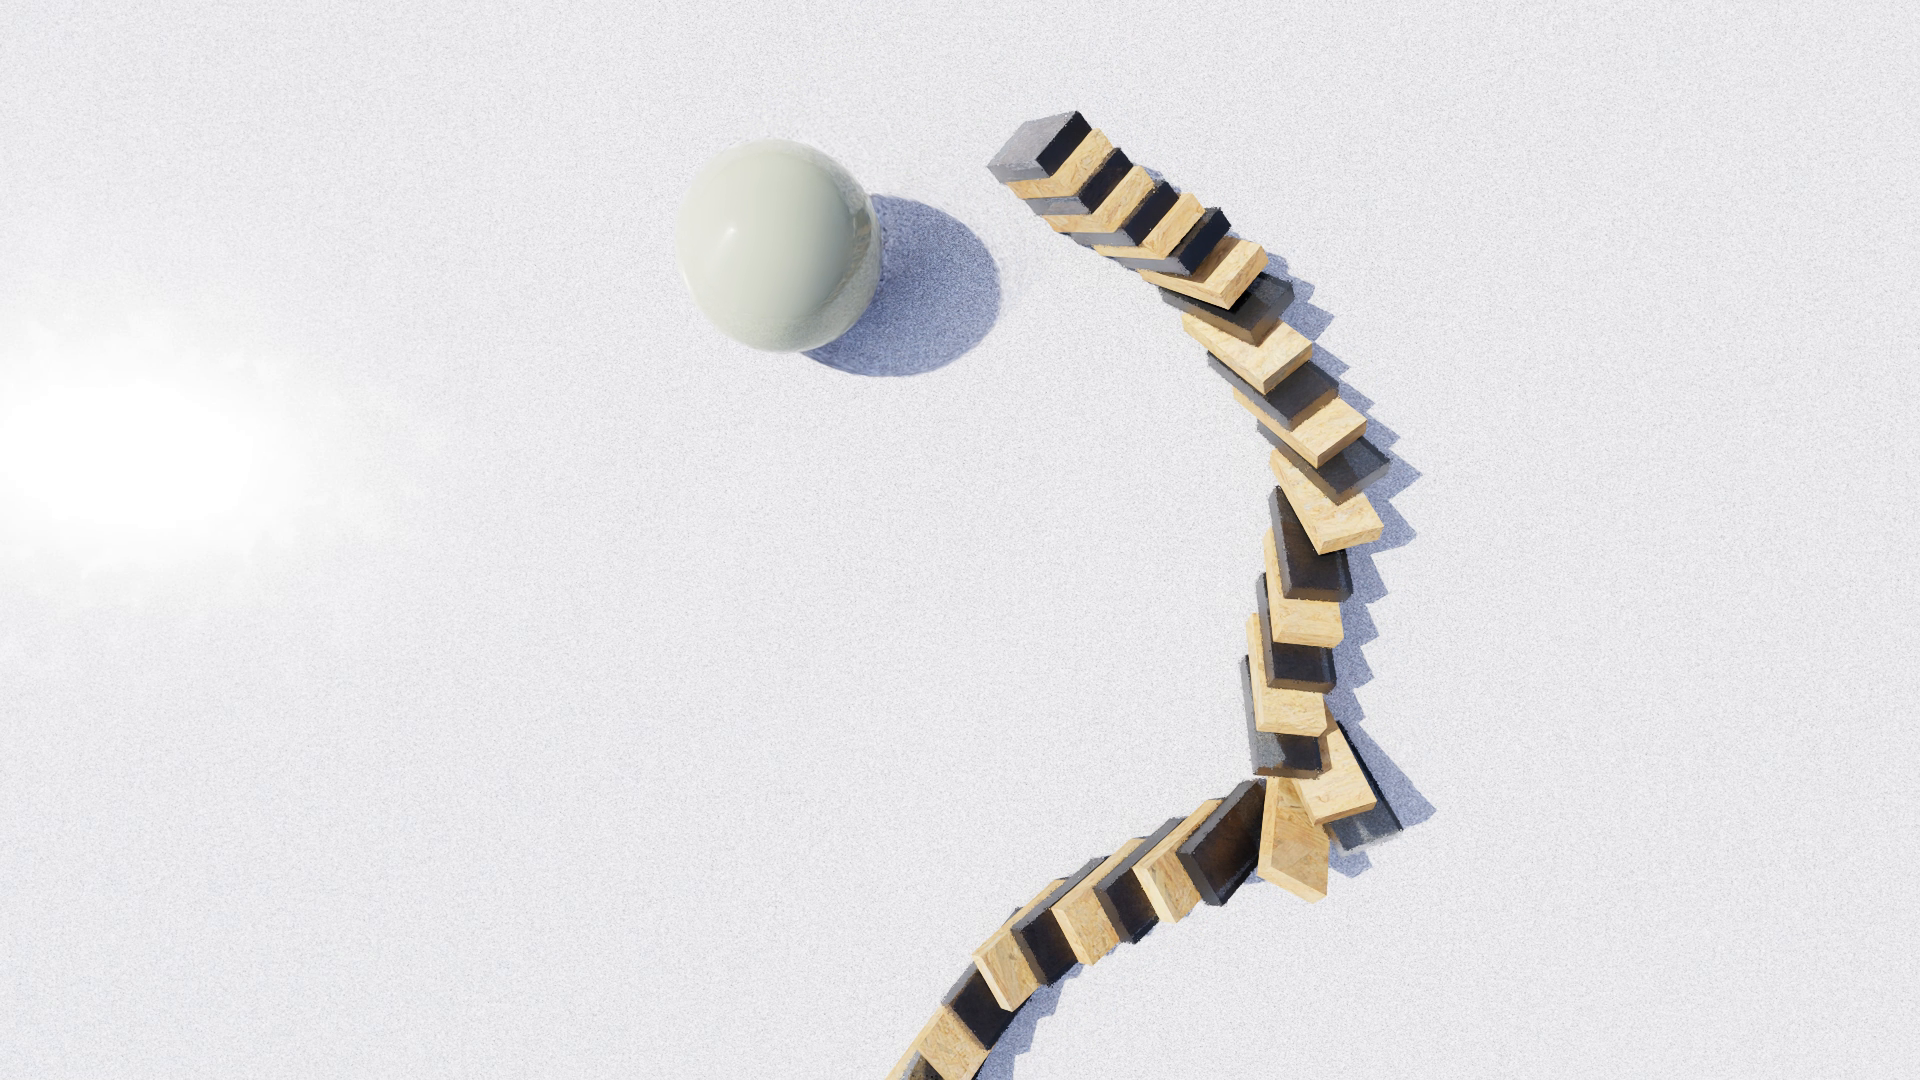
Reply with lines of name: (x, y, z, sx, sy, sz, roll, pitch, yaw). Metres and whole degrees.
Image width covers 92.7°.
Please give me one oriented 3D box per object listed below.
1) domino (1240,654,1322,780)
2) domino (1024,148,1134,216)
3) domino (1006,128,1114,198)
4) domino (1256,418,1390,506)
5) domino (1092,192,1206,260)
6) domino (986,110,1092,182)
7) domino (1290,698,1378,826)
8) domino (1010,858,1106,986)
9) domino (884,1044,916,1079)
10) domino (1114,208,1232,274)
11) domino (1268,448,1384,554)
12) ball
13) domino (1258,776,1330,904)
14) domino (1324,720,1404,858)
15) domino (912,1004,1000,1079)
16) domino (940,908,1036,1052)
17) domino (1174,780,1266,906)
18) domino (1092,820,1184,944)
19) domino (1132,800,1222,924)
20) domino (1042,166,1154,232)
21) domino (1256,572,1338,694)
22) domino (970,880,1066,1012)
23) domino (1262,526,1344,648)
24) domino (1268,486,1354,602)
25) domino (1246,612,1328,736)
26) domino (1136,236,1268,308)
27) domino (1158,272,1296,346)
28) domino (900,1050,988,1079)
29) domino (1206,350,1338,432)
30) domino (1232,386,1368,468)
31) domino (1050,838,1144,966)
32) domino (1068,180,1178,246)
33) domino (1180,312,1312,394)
domino: (0.133, 0.073, 0.382, 0.025, 0.009, 0.050, 3, 55, 1)
domino: (0.047, -0.146, 0.376, 0.009, 0.050, 0.025, 41, 90, -28)
domino: (0.040, -0.154, 0.376, 0.010, 0.050, 0.025, 41, 90, -28)
domino: (0.150, -0.040, 0.382, 0.025, 0.010, 0.050, -33, 56, -3)
domino: (0.075, -0.129, 0.376, 0.009, 0.050, 0.025, 41, 90, -28)
domino: (0.031, -0.160, 0.376, 0.010, 0.050, 0.025, 41, 90, -28)
domino: (0.148, 0.090, 0.381, 0.025, 0.010, 0.050, -17, 53, 2)
domino: (0.047, 0.159, 0.383, 0.050, 0.009, 0.025, -27, 88, -32)
domino: (-0.017, 0.235, 0.395, 0.025, 0.009, 0.050, 37, 90, 0)
domino: (0.085, -0.123, 0.376, 0.010, 0.050, 0.025, 41, 90, -29)
domino: (0.151, -0.019, 0.381, 0.025, 0.010, 0.050, -14, 54, -1)
ball: (-0.070, -0.114, 0.360, 0.080, 0.080, 0.080, 0, 90, 0)
domino: (0.139, 0.120, 0.379, 0.025, 0.009, 0.050, 28, 45, -1)
domino: (0.158, 0.103, 0.381, 0.025, 0.010, 0.050, -19, 53, 0)
domino: (0.006, 0.198, 0.383, 0.025, 0.010, 0.050, 47, 59, 1)
domino: (0.018, 0.183, 0.383, 0.050, 0.010, 0.025, -40, 90, -31)
domino: (0.114, 0.126, 0.382, 0.050, 0.010, 0.025, -31, 90, -34)
domino: (0.081, 0.142, 0.383, 0.050, 0.010, 0.025, -28, 90, -31)
domino: (0.097, 0.133, 0.383, 0.050, 0.009, 0.025, -28, 90, -31)
domino: (0.056, -0.139, 0.376, 0.010, 0.050, 0.025, 41, 90, -28)
domino: (0.139, 0.038, 0.382, 0.025, 0.010, 0.050, 6, 56, 0)
domino: (0.031, 0.168, 0.383, 0.050, 0.009, 0.025, -29, 88, -32)
domino: (0.143, 0.019, 0.383, 0.025, 0.010, 0.050, 6, 58, 0)
domino: (0.146, 0.001, 0.383, 0.025, 0.009, 0.050, 4, 58, 0)
domino: (0.135, 0.055, 0.382, 0.025, 0.010, 0.050, 6, 55, 1)
domino: (0.099, -0.114, 0.378, 0.025, 0.050, 0.010, -50, 133, -1)
domino: (0.110, -0.103, 0.381, 0.025, 0.009, 0.050, -49, 52, 0)
domino: (-0.004, 0.217, 0.384, 0.025, 0.010, 0.050, 37, 61, 0)
domino: (0.129, -0.070, 0.382, 0.025, 0.010, 0.050, -37, 56, -1)
domino: (0.141, -0.055, 0.382, 0.025, 0.009, 0.050, -36, 56, -3)
domino: (0.064, 0.150, 0.383, 0.050, 0.009, 0.025, -28, 89, -32)
domino: (0.065, -0.134, 0.376, 0.009, 0.050, 0.025, 41, 90, -28)
domino: (0.119, -0.085, 0.382, 0.025, 0.009, 0.050, -39, 57, 0)
